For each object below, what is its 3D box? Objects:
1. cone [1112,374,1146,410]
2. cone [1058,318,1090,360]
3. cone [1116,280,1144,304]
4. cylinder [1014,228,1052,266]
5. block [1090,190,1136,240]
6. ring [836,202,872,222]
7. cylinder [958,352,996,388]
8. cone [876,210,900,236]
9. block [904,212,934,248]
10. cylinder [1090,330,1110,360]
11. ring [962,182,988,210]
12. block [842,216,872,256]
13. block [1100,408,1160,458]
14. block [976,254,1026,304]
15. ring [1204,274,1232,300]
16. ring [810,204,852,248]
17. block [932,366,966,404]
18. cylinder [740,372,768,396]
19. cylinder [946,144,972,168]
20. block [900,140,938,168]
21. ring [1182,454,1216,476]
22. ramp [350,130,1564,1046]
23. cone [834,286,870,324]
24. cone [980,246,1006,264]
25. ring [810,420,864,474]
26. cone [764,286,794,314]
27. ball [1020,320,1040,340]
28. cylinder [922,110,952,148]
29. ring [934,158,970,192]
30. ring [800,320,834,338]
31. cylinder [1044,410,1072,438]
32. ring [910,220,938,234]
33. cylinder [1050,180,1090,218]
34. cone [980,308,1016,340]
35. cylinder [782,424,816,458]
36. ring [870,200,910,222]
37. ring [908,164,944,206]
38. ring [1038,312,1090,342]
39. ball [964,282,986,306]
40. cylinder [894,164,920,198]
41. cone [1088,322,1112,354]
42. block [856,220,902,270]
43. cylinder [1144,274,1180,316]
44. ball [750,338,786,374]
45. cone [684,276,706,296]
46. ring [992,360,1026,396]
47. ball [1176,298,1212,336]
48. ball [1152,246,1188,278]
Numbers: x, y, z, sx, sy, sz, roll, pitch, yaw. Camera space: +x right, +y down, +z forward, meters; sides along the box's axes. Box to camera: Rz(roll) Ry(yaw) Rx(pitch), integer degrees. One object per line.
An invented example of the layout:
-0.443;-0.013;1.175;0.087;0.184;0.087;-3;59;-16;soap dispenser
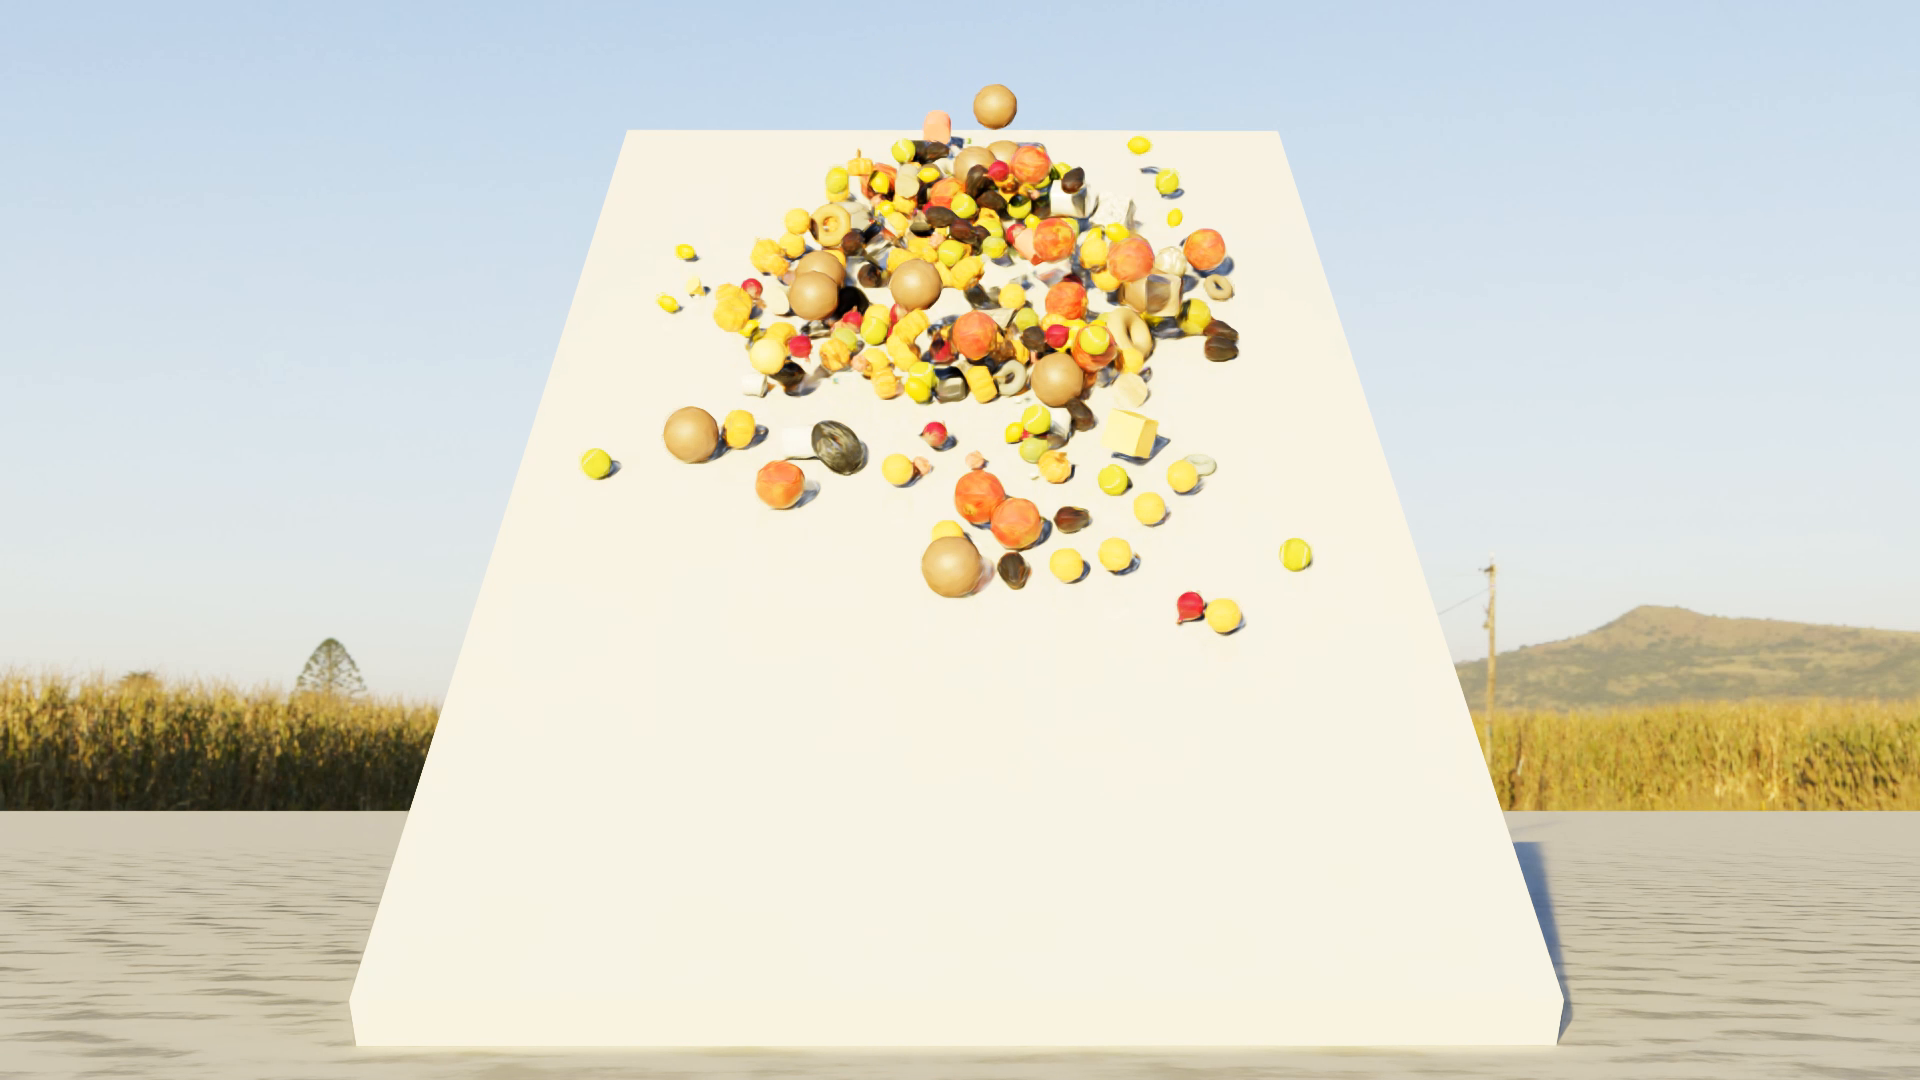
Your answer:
0.396;-0.360;5.865;0.087;0.087;0.087;2;3;-16;cone
0.295;-0.516;6.075;0.095;0.095;0.095;0;30;0;cone
0.457;-0.638;6.348;0.069;0.069;0.069;24;-14;-17;cone
0.188;-0.759;6.265;0.069;0.069;0.069;46;17;25;cylinder
0.422;-0.898;6.679;0.096;0.096;0.096;14;-7;15;block
-0.315;-0.913;6.802;0.133;0.044;0.133;1;31;0;ring
0.041;-0.415;5.922;0.070;0.070;0.070;-22;6;-30;cylinder
-0.211;-0.856;6.527;0.077;0.077;0.077;-13;18;4;cone
-0.106;-0.840;6.548;0.058;0.058;0.058;32;-45;-15;block
0.349;-0.485;6.041;0.053;0.053;0.053;0;-40;2;cylinder
0.041;-0.973;6.840;0.083;0.083;0.028;-5;-25;40;ring
-0.282;-0.832;6.621;0.068;0.068;0.068;22;-35;32;block
0.389;-0.244;5.537;0.087;0.087;0.087;21;11;26;block
0.107;-0.684;6.340;0.083;0.083;0.083;-30;-25;-49;block
0.680;-0.664;6.367;0.081;0.081;0.027;2;-34;-21;ring
-0.344;-0.835;6.424;0.117;0.117;0.039;-2;2;17;ring
-0.028;-0.376;5.863;0.064;0.064;0.064;-9;32;-16;block
-0.499;-0.379;5.867;0.053;0.053;0.053;9;-5;10;cylinder
-0.010;-1.109;7.082;0.070;0.070;0.070;34;1;0;cylinder
-0.119;-1.113;7.099;0.090;0.090;0.090;-10;32;-17;block
0.550;-0.172;5.556;0.080;0.027;0.080;0;31;0;ring
-0.013;-0.207;5.738;2.000;0.100;4.000;0;30;0;ramp
-0.269;-0.608;6.281;0.095;0.095;0.095;-2;2;14;cone
0.096;-0.730;6.423;0.068;0.068;0.068;-2;-39;19;cone
-0.281;-0.214;5.538;0.139;0.139;0.046;6;-37;-44;ring
-0.451;-0.637;6.256;0.082;0.082;0.082;-5;26;41;cone
0.177;-0.533;6.145;0.052;0.052;0.052;0;-6;0;ball
-0.068;-1.223;7.196;0.082;0.082;0.082;0;37;4;cylinder
-0.028;-1.043;6.917;0.117;0.117;0.039;3;-40;-28;ring
-0.364;-0.536;6.136;0.087;0.029;0.087;-8;-8;-1;ring
0.229;-0.272;5.657;0.055;0.055;0.055;12;-2;0;cylinder
-0.096;-0.838;6.464;0.080;0.027;0.080;-10;7;1;ring
0.304;-0.936;6.649;0.097;0.097;0.097;5;-5;9;cylinder
0.085;-0.566;6.138;0.087;0.087;0.087;25;-4;6;cone
-0.370;-0.227;5.584;0.074;0.074;0.074;-4;-6;0;cylinder
-0.198;-0.929;6.837;0.113;0.038;0.113;1;29;0;ring
-0.100;-1.003;6.823;0.129;0.129;0.043;-6;-27;45;ring
0.265;-0.543;6.171;0.134;0.045;0.134;0;30;0;ring
0.038;-0.640;6.282;0.060;0.060;0.060;0;-6;0;ball
-0.146;-0.998;6.724;0.069;0.069;0.069;0;33;4;cylinder
0.370;-0.493;6.093;0.081;0.081;0.081;-7;-32;-5;cone
-0.214;-0.781;6.429;0.078;0.078;0.078;-39;-43;19;block
0.502;-0.608;6.004;0.085;0.085;0.085;1;22;-1;cylinder
-0.452;-0.432;5.696;0.086;0.086;0.086;0;-6;0;ball
-0.687;-0.657;6.365;0.054;0.054;0.054;-5;-32;40;cone
0.120;-0.393;5.886;0.094;0.094;0.031;-4;0;33;ring
0.596;-0.569;6.169;0.094;0.094;0.094;0;-6;0;ball
0.549;-0.719;6.315;0.092;0.092;0.092;0;-6;0;ball
